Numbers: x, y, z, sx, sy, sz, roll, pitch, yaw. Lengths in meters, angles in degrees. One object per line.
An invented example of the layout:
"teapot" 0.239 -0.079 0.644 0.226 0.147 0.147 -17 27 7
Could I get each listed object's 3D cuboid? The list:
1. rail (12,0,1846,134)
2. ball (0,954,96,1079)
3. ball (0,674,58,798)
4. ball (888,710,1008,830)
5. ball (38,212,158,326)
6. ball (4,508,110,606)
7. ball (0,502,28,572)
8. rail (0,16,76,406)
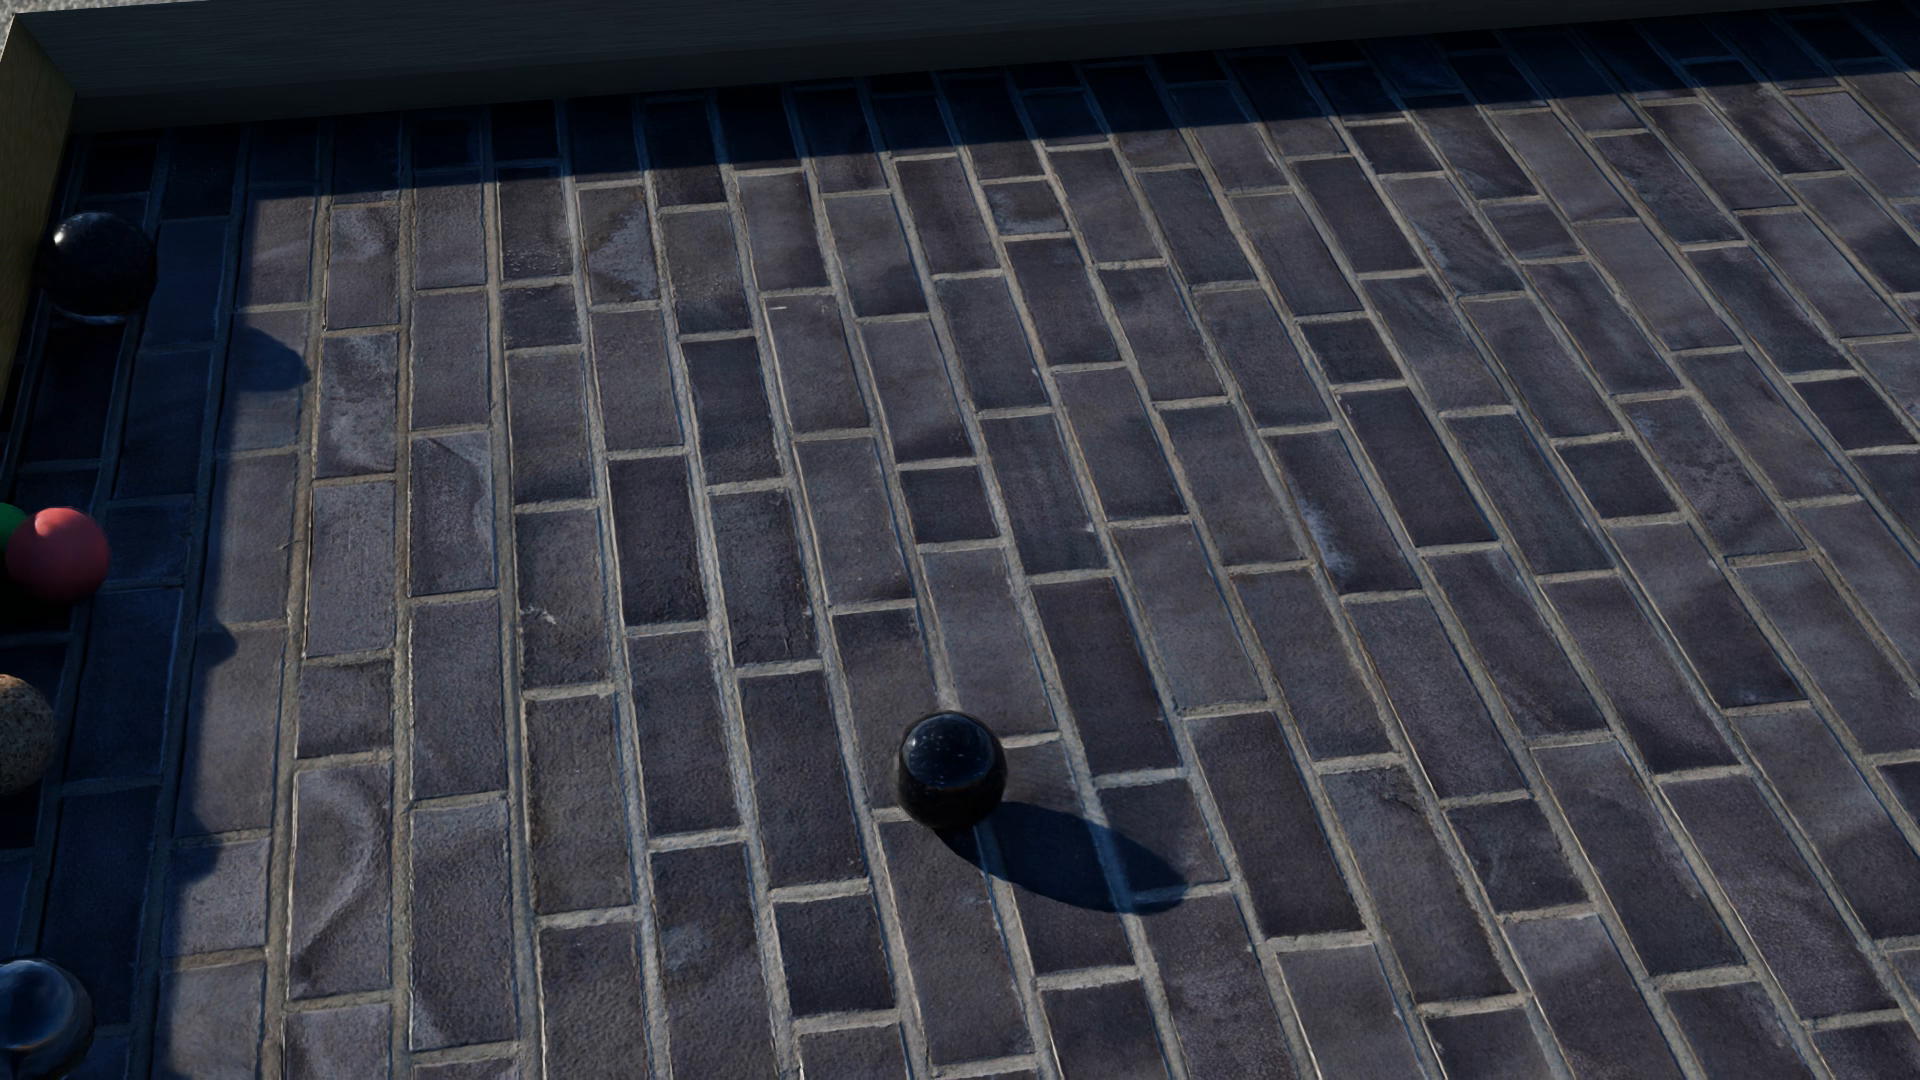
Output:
"rail" 0.537 -0.514 2.342 2.688 0.112 0.045 -6 36 -8
"ball" -0.481 0.249 1.319 0.071 0.071 0.071 0 36 0
"ball" -0.567 0.115 1.503 0.074 0.074 0.074 0 36 0
"ball" -0.007 0.133 1.482 0.069 0.069 0.069 0 36 0
"ball" -0.650 -0.204 1.936 0.086 0.086 0.086 0 36 0
"ball" -0.583 0.011 1.657 0.063 0.063 0.063 0 36 0
"ball" -0.633 -0.002 1.689 0.046 0.046 0.046 0 36 0
"rail" -0.639 0.045 1.566 0.045 0.112 1.536 -6 36 -8
